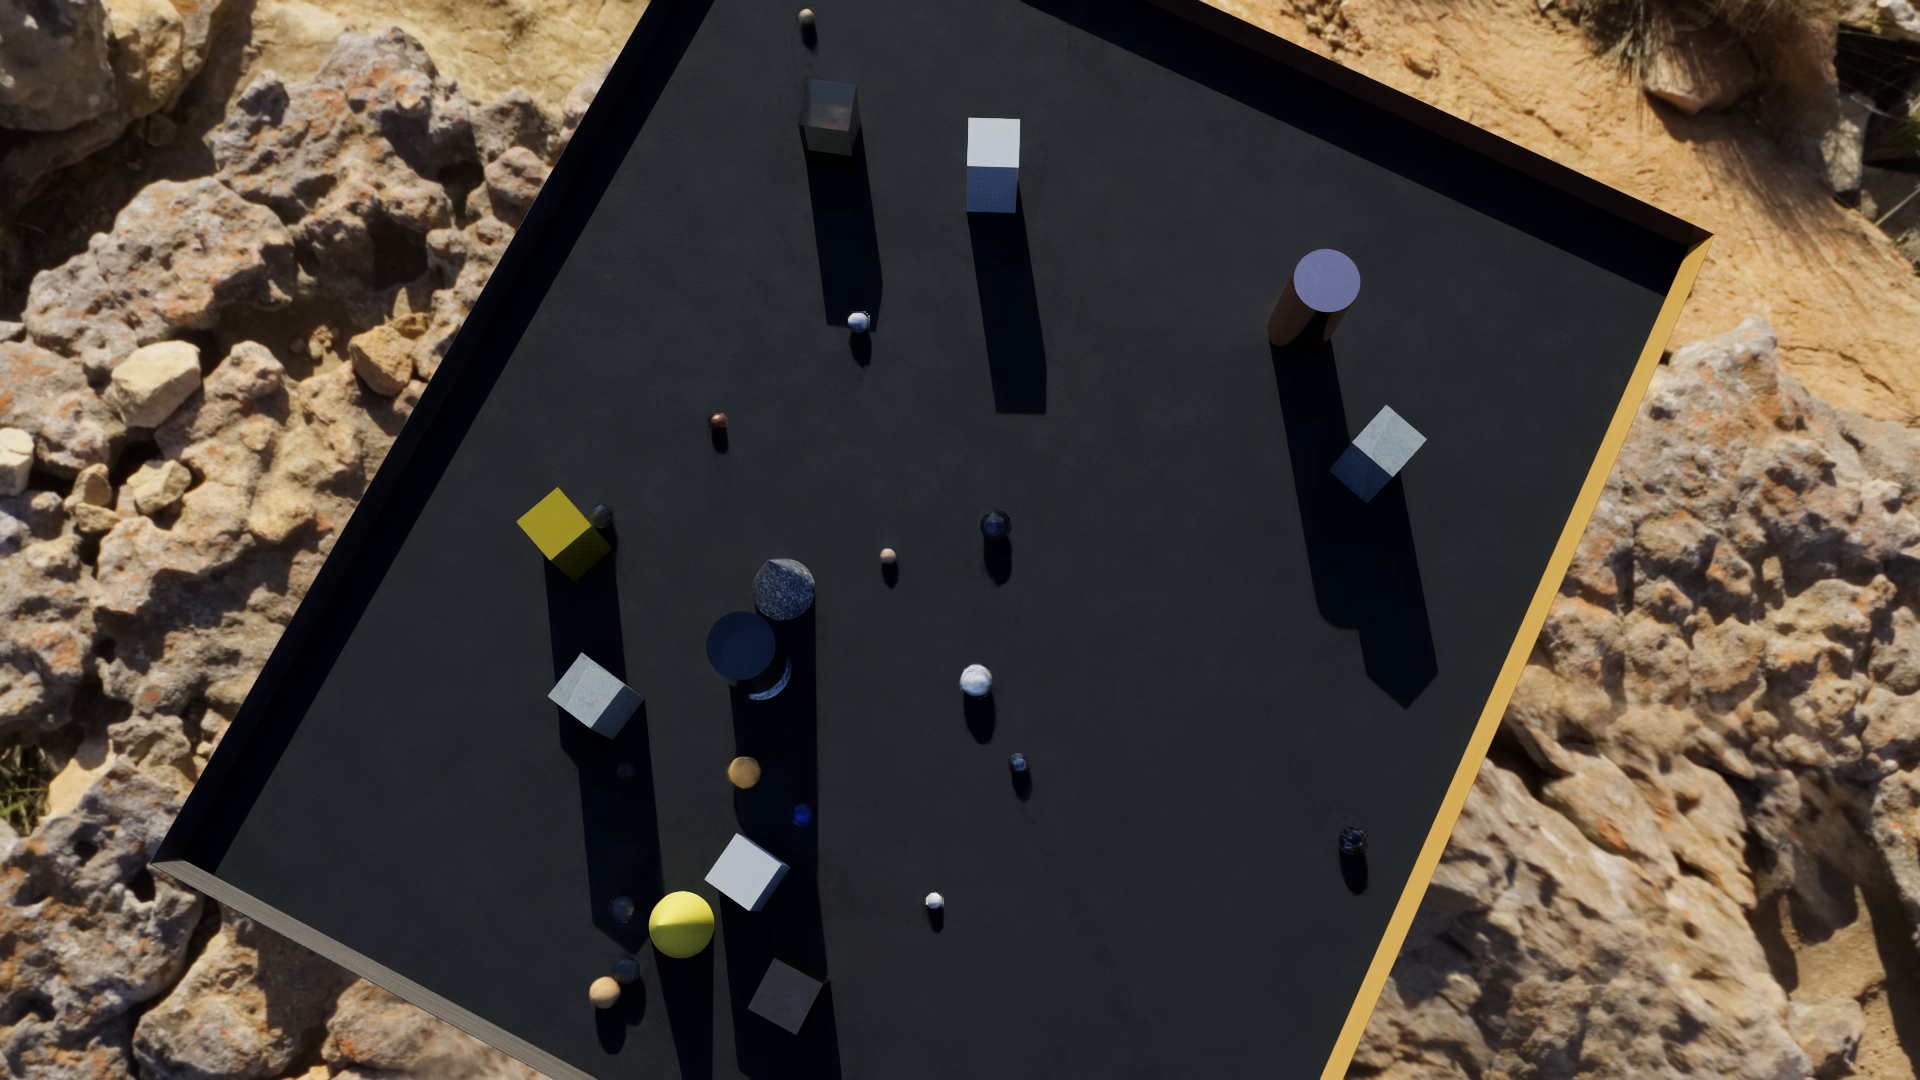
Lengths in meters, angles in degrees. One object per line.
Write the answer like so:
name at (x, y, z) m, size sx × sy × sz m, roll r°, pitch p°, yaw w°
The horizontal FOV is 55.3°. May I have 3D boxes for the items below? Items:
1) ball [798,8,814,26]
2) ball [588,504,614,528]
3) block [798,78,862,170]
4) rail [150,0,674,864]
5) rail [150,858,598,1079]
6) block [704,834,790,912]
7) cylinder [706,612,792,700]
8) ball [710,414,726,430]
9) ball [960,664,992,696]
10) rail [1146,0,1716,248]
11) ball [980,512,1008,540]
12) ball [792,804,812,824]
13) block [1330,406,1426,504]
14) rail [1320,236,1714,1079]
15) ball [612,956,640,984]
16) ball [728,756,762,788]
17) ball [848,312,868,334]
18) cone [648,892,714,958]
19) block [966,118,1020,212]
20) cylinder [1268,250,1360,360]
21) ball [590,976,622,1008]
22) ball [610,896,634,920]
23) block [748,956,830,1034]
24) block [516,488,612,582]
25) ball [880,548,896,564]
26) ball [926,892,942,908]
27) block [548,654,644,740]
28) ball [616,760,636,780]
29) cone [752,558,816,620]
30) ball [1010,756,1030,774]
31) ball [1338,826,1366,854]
ball at (-0.497, -1.694, 5.940) m, size 0.053 × 0.053 × 0.053 m, roll 0°, pitch 78°, yaw 0°
ball at (-1.096, -0.075, 5.593) m, size 0.076 × 0.076 × 0.076 m, roll 0°, pitch 78°, yaw 0°
block at (-0.405, -1.299, 5.736) m, size 0.154 × 0.293 × 0.154 m, roll 8°, pitch 78°, yaw 2°
rail at (-1.469, -0.713, 5.699) m, size 0.045 × 0.125 × 3.819 m, roll 26°, pitch 80°, yaw 5°
rail at (-0.843, 1.658, 5.208) m, size 3.332 × 0.125 × 0.045 m, roll 26°, pitch 80°, yaw 5°
block at (-0.608, 0.958, 5.270) m, size 0.154 × 0.290 × 0.154 m, roll 34°, pitch 80°, yaw 7°
cylinder at (-0.606, 0.340, 5.302) m, size 0.193 × 0.478 × 0.193 m, roll 0°, pitch 78°, yaw 0°
ball at (-0.748, -0.363, 5.666) m, size 0.051 × 0.051 × 0.051 m, roll 0°, pitch 78°, yaw 0°
ball at (0.048, 0.420, 5.481) m, size 0.095 × 0.095 × 0.095 m, roll 0°, pitch 78°, yaw 0°
rail at (0.843, -1.645, 5.892) m, size 3.332 × 0.125 × 0.045 m, roll 26°, pitch 80°, yaw 5°
ball at (0.105, -0.042, 5.580) m, size 0.089 × 0.089 × 0.089 m, roll 0°, pitch 78°, yaw 0°
ball at (-0.466, 0.810, 5.418) m, size 0.060 × 0.060 × 0.060 m, roll 0°, pitch 78°, yaw 0°
block at (1.248, -0.254, 5.493) m, size 0.154 × 0.344 × 0.154 m, roll 42°, pitch 81°, yaw 8°
rail at (1.469, 0.726, 5.401) m, size 0.045 × 0.125 × 3.819 m, roll 26°, pitch 80°, yaw 5°
ball at (-0.968, 1.247, 5.317) m, size 0.082 × 0.082 × 0.082 m, roll 0°, pitch 78°, yaw 0°
ball at (-0.637, 0.687, 5.425) m, size 0.096 × 0.096 × 0.096 m, roll 0°, pitch 78°, yaw 0°
ball at (-0.318, -0.677, 5.722) m, size 0.067 × 0.067 × 0.067 m, roll 0°, pitch 78°, yaw 0°
cone at (-0.818, 1.088, 5.178) m, size 0.193 × 0.417 × 0.193 m, roll 0°, pitch 78°, yaw 0°
block at (0.101, -1.155, 5.672) m, size 0.154 × 0.360 × 0.154 m, roll 2°, pitch 78°, yaw 0°
cylinder at (1.062, -0.704, 5.527) m, size 0.193 × 0.461 × 0.193 m, roll 0°, pitch 78°, yaw 0°
ball at (-1.026, 1.310, 5.299) m, size 0.090 × 0.090 × 0.090 m, roll 0°, pitch 78°, yaw 0°
ball at (-0.987, 1.077, 5.359) m, size 0.069 × 0.069 × 0.069 m, roll 0°, pitch 78°, yaw 0°
block at (-0.483, 1.290, 5.204) m, size 0.154 × 0.286 × 0.154 m, roll 27°, pitch 80°, yaw 5°
block at (-1.171, -0.013, 5.448) m, size 0.154 × 0.335 × 0.154 m, roll -41°, pitch 81°, yaw -8°
ball at (-0.219, 0.050, 5.582) m, size 0.048 × 0.048 × 0.048 m, roll 0°, pitch 78°, yaw 0°
ball at (-0.077, 1.058, 5.373) m, size 0.048 × 0.048 × 0.048 m, roll 0°, pitch 78°, yaw 0°
block at (-1.057, 0.460, 5.347) m, size 0.154 × 0.341 × 0.154 m, roll 36°, pitch 81°, yaw 7°
ball at (-0.993, 0.683, 5.445) m, size 0.060 × 0.060 × 0.060 m, roll 0°, pitch 78°, yaw 0°
cone at (-0.538, 0.103, 5.356) m, size 0.193 × 0.469 × 0.193 m, roll 0°, pitch 78°, yaw 0°
ball at (0.177, 0.667, 5.450) m, size 0.056 × 0.056 × 0.056 m, roll 0°, pitch 78°, yaw 0°
ball at (1.155, 0.884, 5.392) m, size 0.081 × 0.081 × 0.081 m, roll 0°, pitch 78°, yaw 0°
